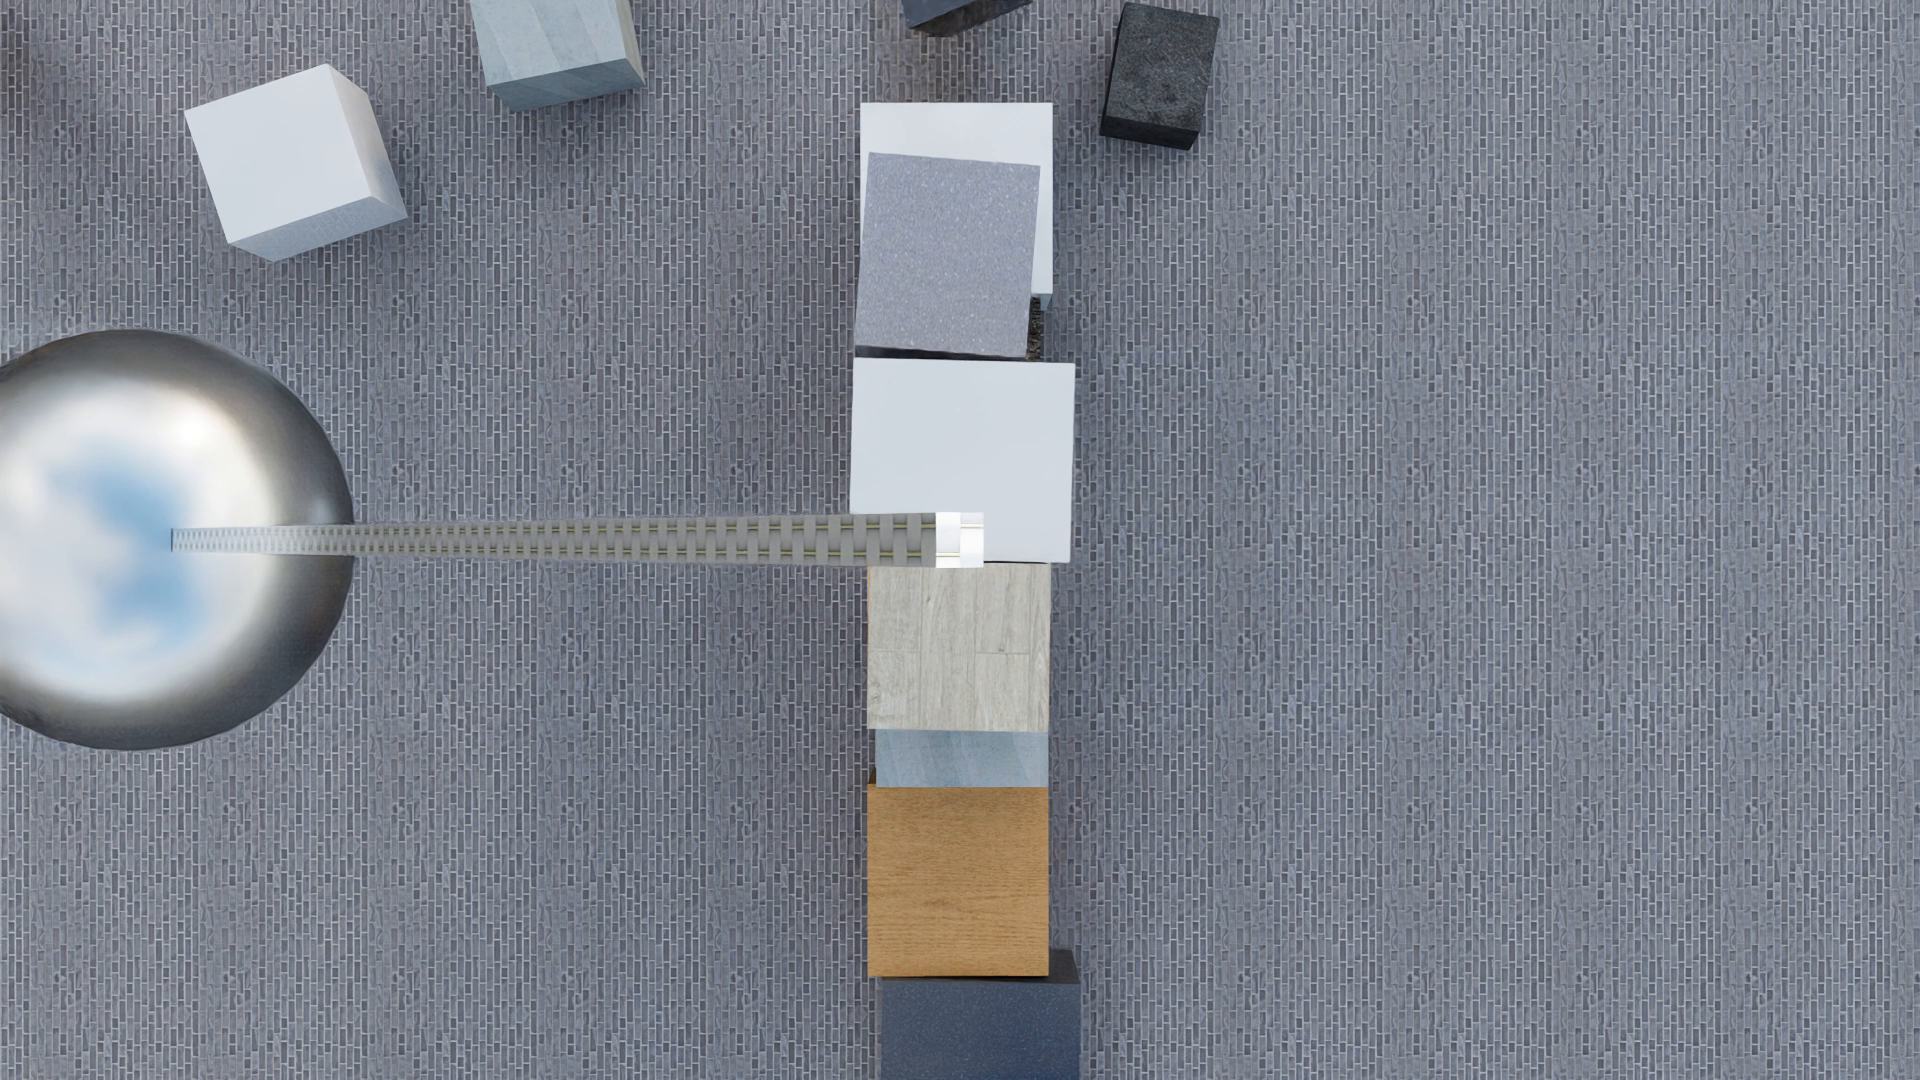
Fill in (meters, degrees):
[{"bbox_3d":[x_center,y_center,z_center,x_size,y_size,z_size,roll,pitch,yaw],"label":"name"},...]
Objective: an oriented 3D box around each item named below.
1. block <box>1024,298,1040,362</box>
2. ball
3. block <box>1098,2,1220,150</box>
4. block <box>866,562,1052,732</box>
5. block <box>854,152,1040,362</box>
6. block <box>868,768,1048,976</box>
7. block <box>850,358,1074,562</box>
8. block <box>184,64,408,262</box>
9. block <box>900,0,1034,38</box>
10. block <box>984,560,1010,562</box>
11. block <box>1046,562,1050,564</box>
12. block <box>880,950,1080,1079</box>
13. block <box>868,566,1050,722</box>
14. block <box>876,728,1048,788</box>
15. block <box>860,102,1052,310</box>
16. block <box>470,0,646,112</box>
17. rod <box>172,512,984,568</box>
[{"bbox_3d":[-0.001,-0.950,12.616,0.898,0.767,0.797,0,90,0],"label":"block"},{"bbox_3d":[-3.113,0.000,8.330,1.600,1.600,1.600,0,90,0],"label":"ball"},{"bbox_3d":[1.142,-2.667,12.694,0.541,0.613,0.652,10,90,0],"label":"block"},{"bbox_3d":[-0.004,0.488,10.529,0.830,0.886,0.771,1,90,0],"label":"block"},{"bbox_3d":[-0.064,-1.436,11.584,0.870,1.002,0.974,4,90,0],"label":"block"},{"bbox_3d":[-0.011,1.873,12.558,0.997,0.883,1.059,0,90,0],"label":"block"},{"bbox_3d":[0.008,-0.369,10.643,1.023,0.960,0.920,2,90,0],"label":"block"},{"bbox_3d":[-3.781,-2.142,12.592,0.838,0.817,0.773,-19,90,0],"label":"block"},{"bbox_3d":[-0.023,-3.283,12.515,0.573,0.576,0.622,-18,90,22],"label":"block"},{"bbox_3d":[-0.011,-0.366,11.554,0.881,0.861,0.958,0,90,0],"label":"block"},{"bbox_3d":[-0.007,-0.070,12.492,0.996,1.015,0.935,0,90,0],"label":"block"},{"bbox_3d":[0.110,2.873,12.500,1.082,1.001,0.918,1,90,0],"label":"block"},{"bbox_3d":[-0.007,0.518,11.419,0.909,0.894,0.778,0,90,0],"label":"block"},{"bbox_3d":[0.013,0.870,12.433,0.928,1.134,0.928,0,90,0],"label":"block"},{"bbox_3d":[-0.019,-1.879,12.543,1.054,0.914,1.047,0,90,0],"label":"block"},{"bbox_3d":[-2.314,-2.950,12.616,0.793,0.768,0.704,-11,90,0],"label":"block"},{"bbox_3d":[-1.349,0.000,5.423,0.080,5.200,0.080,0,90,-31],"label":"rod"}]
